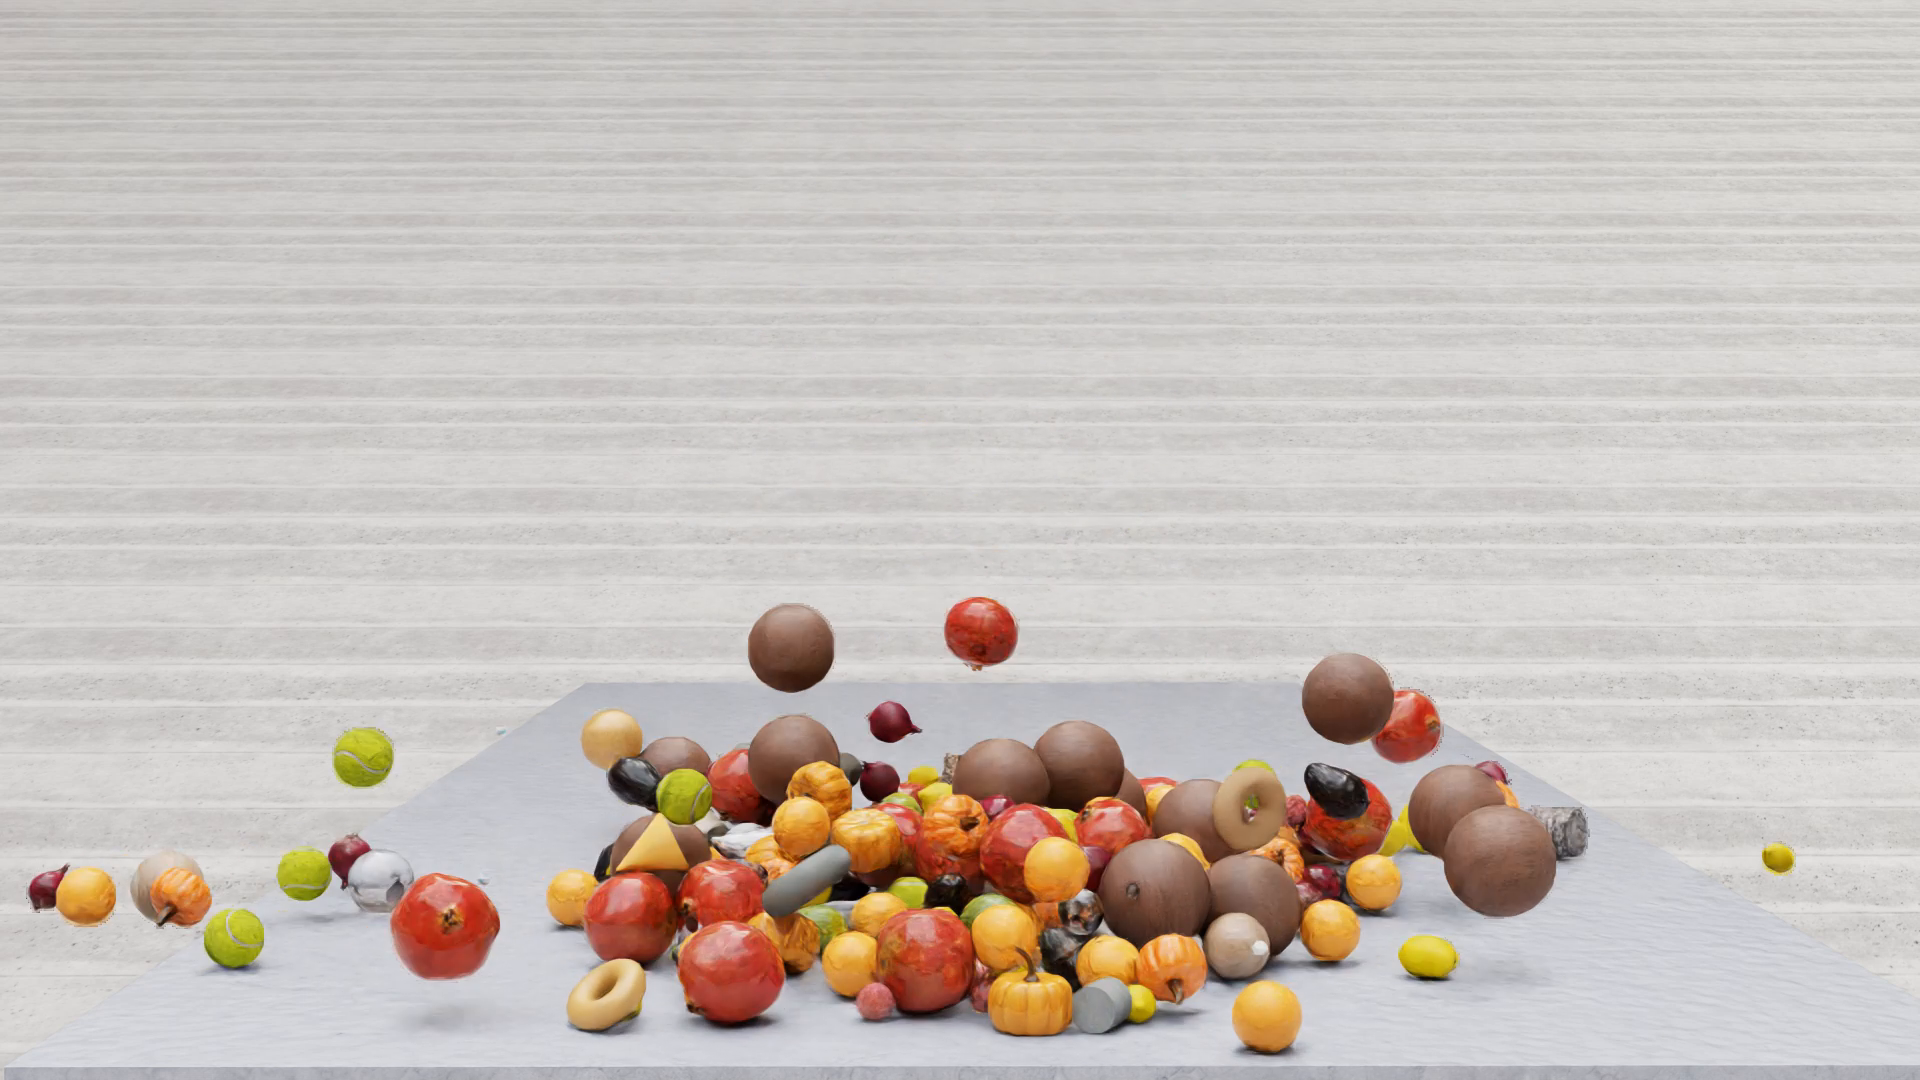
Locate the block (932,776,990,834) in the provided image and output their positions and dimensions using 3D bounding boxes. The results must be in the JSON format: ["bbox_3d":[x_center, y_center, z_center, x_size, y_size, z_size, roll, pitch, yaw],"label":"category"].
[{"bbox_3d":[0.001,0.417,3.991,0.090,0.090,0.090,0,2,-2],"label":"block"}]

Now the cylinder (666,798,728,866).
[{"bbox_3d":[-0.374,0.417,3.686,0.069,0.069,0.069,-16,50,-32],"label":"cylinder"}]

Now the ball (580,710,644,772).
[{"bbox_3d":[-0.549,0.316,4.063,0.098,0.098,0.098,0,24,0],"label":"ball"}]

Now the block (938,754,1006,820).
[{"bbox_3d":[0.017,0.344,3.595,0.071,0.071,0.071,4,-18,16],"label":"block"}]

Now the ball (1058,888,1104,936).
[{"bbox_3d":[0.135,0.417,2.886,0.053,0.053,0.053,0,24,0],"label":"ball"}]

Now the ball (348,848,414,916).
[{"bbox_3d":[-0.753,0.445,3.349,0.086,0.086,0.086,0,24,0],"label":"ball"}]

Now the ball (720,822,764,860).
[{"bbox_3d":[-0.297,0.437,3.613,0.080,0.080,0.080,0,24,0],"label":"ball"}]

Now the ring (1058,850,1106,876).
[{"bbox_3d":[0.164,0.460,3.657,0.089,0.030,0.089,-3,0,0],"label":"ring"}]

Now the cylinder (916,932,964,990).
[{"bbox_3d":[-0.023,0.477,2.919,0.054,0.054,0.054,0,2,0],"label":"cylinder"}]

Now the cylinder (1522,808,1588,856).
[{"bbox_3d":[0.874,0.429,3.783,0.070,0.070,0.070,-3,17,38],"label":"cylinder"}]

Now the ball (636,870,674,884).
[{"bbox_3d":[-0.425,0.449,3.575,0.058,0.058,0.058,0,24,0],"label":"ball"}]

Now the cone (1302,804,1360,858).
[{"bbox_3d":[0.491,0.395,3.510,0.077,0.077,0.077,9,13,-41],"label":"cone"}]

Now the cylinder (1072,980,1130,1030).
[{"bbox_3d":[0.148,0.487,2.695,0.050,0.050,0.050,7,-6,16],"label":"cylinder"}]

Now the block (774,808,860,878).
[{"bbox_3d":[-0.200,0.429,3.609,0.092,0.092,0.092,0,3,-24],"label":"block"}]

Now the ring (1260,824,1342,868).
[{"bbox_3d":[0.508,0.446,3.760,0.146,0.049,0.146,-1,2,0],"label":"ring"}]

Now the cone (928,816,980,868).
[{"bbox_3d":[-0.018,0.400,3.333,0.069,0.069,0.069,-9,-18,-20],"label":"cone"}]

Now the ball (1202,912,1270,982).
[{"bbox_3d":[0.315,0.464,2.940,0.078,0.078,0.078,0,24,0],"label":"ball"}]

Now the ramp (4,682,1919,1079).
[{"bbox_3d":[0.054,0.490,4.542,2.000,0.100,4.000,0,2,0],"label":"ramp"}]

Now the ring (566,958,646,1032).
[{"bbox_3d":[-0.372,0.480,2.714,0.094,0.031,0.094,-25,25,13],"label":"ring"}]

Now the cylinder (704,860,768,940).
[{"bbox_3d":[-0.275,0.443,3.170,0.073,0.073,0.073,1,56,2],"label":"cylinder"}]

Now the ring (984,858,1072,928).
[{"bbox_3d":[0.085,0.431,3.142,0.112,0.112,0.037,5,43,11],"label":"ring"}]

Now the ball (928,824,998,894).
[{"bbox_3d":[0.004,0.421,3.415,0.093,0.093,0.093,0,24,0],"label":"ball"}]

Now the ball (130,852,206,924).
[{"bbox_3d":[-1.055,0.463,3.431,0.096,0.096,0.096,0,24,0],"label":"ball"}]

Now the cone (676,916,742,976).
[{"bbox_3d":[-0.278,0.468,2.929,0.068,0.068,0.068,14,17,-24],"label":"cone"}]

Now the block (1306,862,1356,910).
[{"bbox_3d":[0.491,0.459,3.411,0.051,0.051,0.051,1,3,28],"label":"block"}]

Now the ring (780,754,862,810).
[{"bbox_3d":[-0.200,0.356,3.696,0.135,0.135,0.045,-25,72,-44],"label":"ring"}]

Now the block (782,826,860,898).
[{"bbox_3d":[-0.190,0.439,3.516,0.082,0.082,0.082,-1,2,-23],"label":"block"}]

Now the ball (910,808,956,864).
[{"bbox_3d":[-0.030,0.431,3.726,0.083,0.083,0.083,0,24,0],"label":"ball"}]

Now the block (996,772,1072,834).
[{"bbox_3d":[0.109,0.403,3.952,0.080,0.080,0.080,2,-17,-41],"label":"block"}]

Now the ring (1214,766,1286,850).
[{"bbox_3d":[0.332,0.308,2.951,0.098,0.098,0.033,-15,13,-31],"label":"ring"}]

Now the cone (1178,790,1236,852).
[{"bbox_3d":[0.380,0.423,3.780,0.087,0.087,0.087,-22,71,-41],"label":"cone"}]

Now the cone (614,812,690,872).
[{"bbox_3d":[-0.373,0.373,3.042,0.079,0.079,0.079,-26,30,-11],"label":"cone"}]

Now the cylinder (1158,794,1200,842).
[{"bbox_3d":[0.339,0.428,3.969,0.060,0.060,0.060,8,6,-1],"label":"cylinder"}]

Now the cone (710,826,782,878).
[{"bbox_3d":[-0.299,0.419,3.505,0.090,0.090,0.090,18,21,-11],"label":"cone"}]

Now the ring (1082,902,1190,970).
[{"bbox_3d":[0.207,0.467,3.042,0.129,0.043,0.129,2,18,-1],"label":"ring"}]

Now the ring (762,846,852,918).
[{"bbox_3d":[-0.174,0.387,2.924,0.115,0.115,0.038,-27,80,-47],"label":"ring"}]

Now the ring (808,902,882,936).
[{"bbox_3d":[-0.144,0.476,3.240,0.094,0.031,0.094,0,3,0],"label":"ring"}]

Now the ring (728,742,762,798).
[{"bbox_3d":[-0.356,0.383,4.255,0.032,0.097,0.097,1,21,-28],"label":"ring"}]

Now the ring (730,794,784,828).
[{"bbox_3d":[-0.301,0.435,4.124,0.134,0.045,0.134,0,3,0],"label":"ring"}]

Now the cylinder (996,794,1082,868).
[{"bbox_3d":[0.109,0.410,3.567,0.092,0.092,0.092,-20,-12,-4],"label":"cylinder"}]
